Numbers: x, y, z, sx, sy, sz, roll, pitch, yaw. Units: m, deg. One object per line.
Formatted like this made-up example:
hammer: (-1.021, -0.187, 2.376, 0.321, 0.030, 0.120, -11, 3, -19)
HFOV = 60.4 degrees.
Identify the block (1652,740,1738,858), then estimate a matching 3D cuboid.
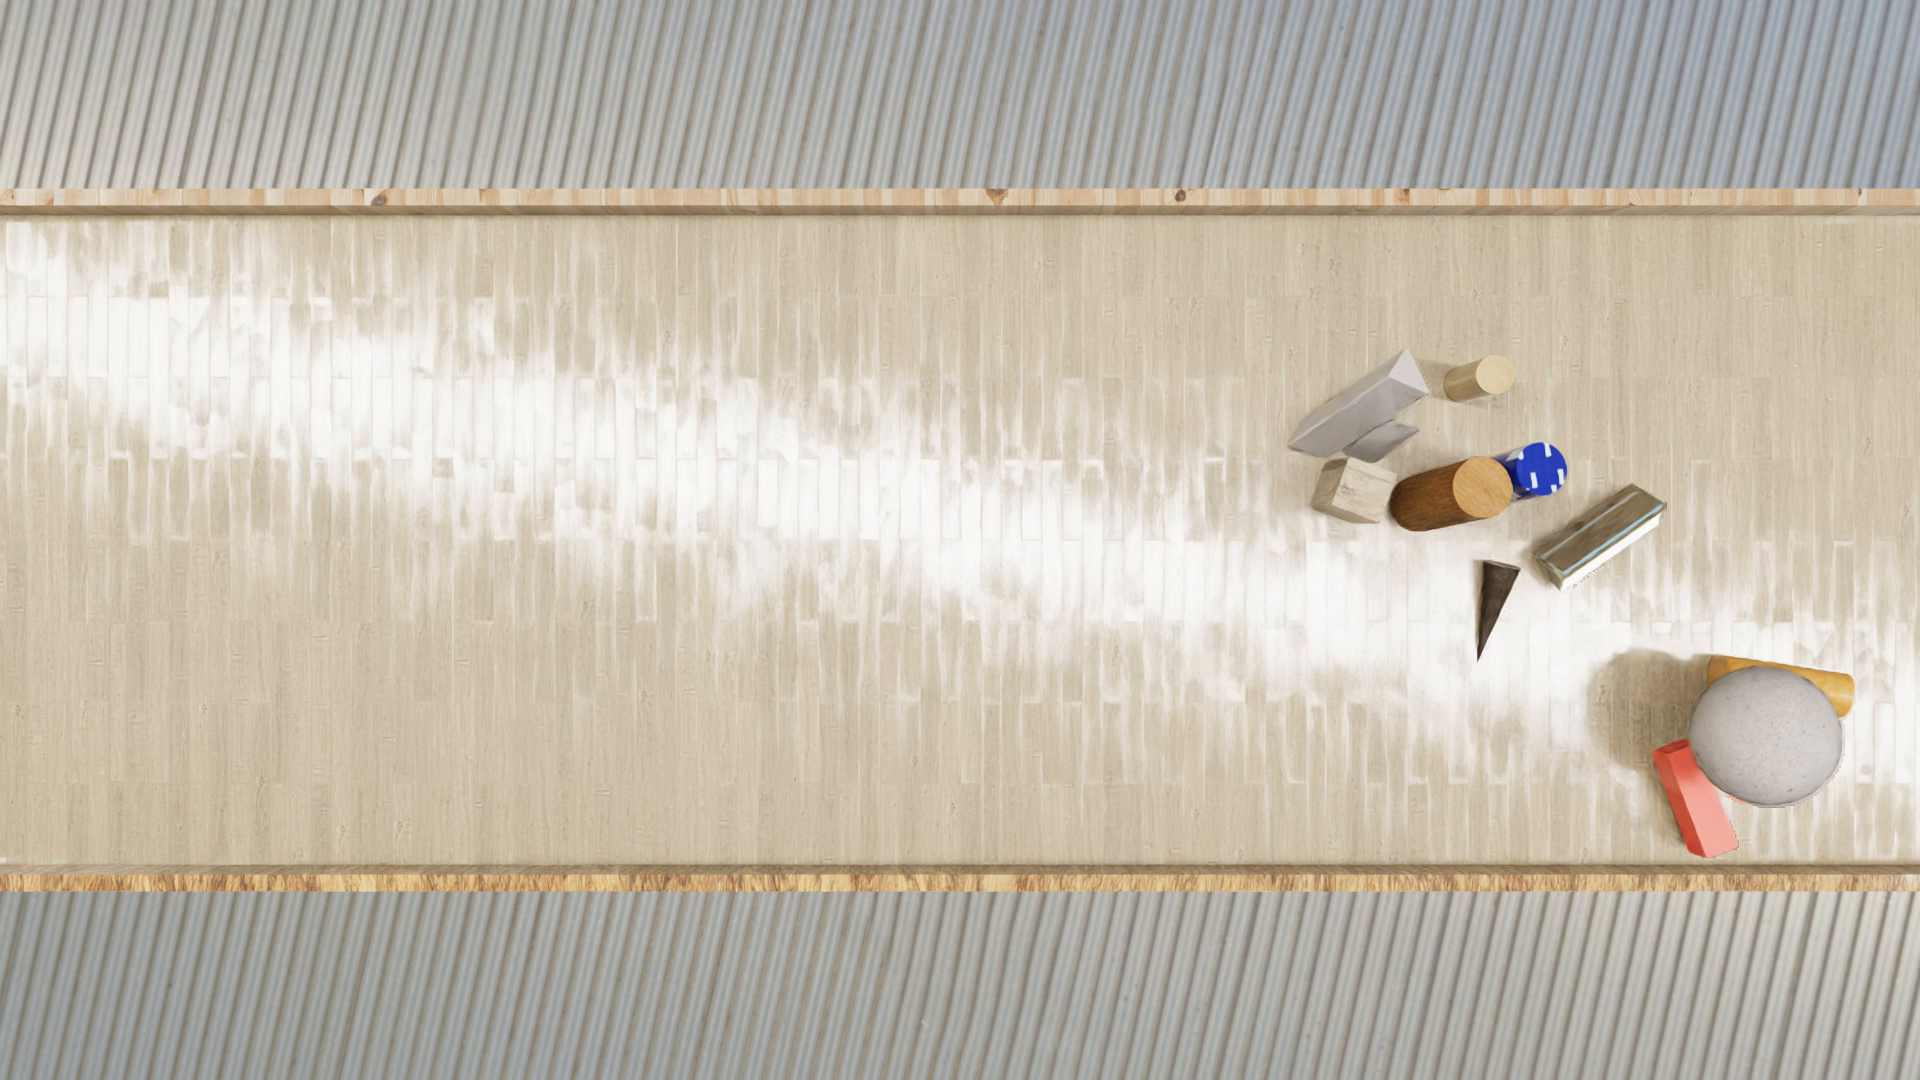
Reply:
block: (2.219, 0.780, 4.988, 0.102, 0.102, 0.330, -20, 89, -4)

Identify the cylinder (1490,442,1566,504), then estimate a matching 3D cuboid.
cylinder: (1.595, -0.178, 4.839, 0.150, 0.457, 0.150, 1, 84, -8)

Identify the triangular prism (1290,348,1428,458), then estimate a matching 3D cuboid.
triangular prism: (1.169, -0.409, 4.870, 0.144, 0.444, 0.124, 18, 59, -23)

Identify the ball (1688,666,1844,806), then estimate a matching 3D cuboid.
ball: (2.276, 0.552, 4.666, 0.393, 0.393, 0.393, 0, 90, 0)

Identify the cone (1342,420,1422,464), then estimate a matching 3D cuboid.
cone: (1.269, -0.310, 4.844, 0.157, 0.451, 0.157, 0, 90, -6)

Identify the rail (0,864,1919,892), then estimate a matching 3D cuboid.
rail: (-2.247, 1.025, 5.001, 12.000, 0.150, 0.050, 0, 90, 0)

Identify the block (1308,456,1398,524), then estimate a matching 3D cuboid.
block: (1.167, -0.145, 4.915, 0.148, 0.323, 0.148, 20, 90, 0)

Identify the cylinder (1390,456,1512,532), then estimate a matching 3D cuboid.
cylinder: (1.433, -0.128, 4.837, 0.174, 0.458, 0.174, 1, 85, -7)

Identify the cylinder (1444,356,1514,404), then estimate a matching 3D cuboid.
cylinder: (1.544, -0.477, 4.915, 0.112, 0.323, 0.112, 0, 90, 0)

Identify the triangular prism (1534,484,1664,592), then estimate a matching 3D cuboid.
triangular prism: (1.941, -0.006, 4.966, 0.368, 0.130, 0.150, -34, 93, -2)

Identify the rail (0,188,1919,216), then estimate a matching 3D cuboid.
rail: (-2.247, -1.025, 5.002, 12.000, 0.150, 0.050, 0, 90, 0)

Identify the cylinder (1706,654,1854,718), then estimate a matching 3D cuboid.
cylinder: (2.489, 0.443, 5.008, 0.384, 0.137, 0.137, 8, 90, 0)

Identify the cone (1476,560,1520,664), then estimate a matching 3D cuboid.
cone: (1.621, 0.230, 5.049, 0.111, 0.111, 0.320, 11, 100, 0)
